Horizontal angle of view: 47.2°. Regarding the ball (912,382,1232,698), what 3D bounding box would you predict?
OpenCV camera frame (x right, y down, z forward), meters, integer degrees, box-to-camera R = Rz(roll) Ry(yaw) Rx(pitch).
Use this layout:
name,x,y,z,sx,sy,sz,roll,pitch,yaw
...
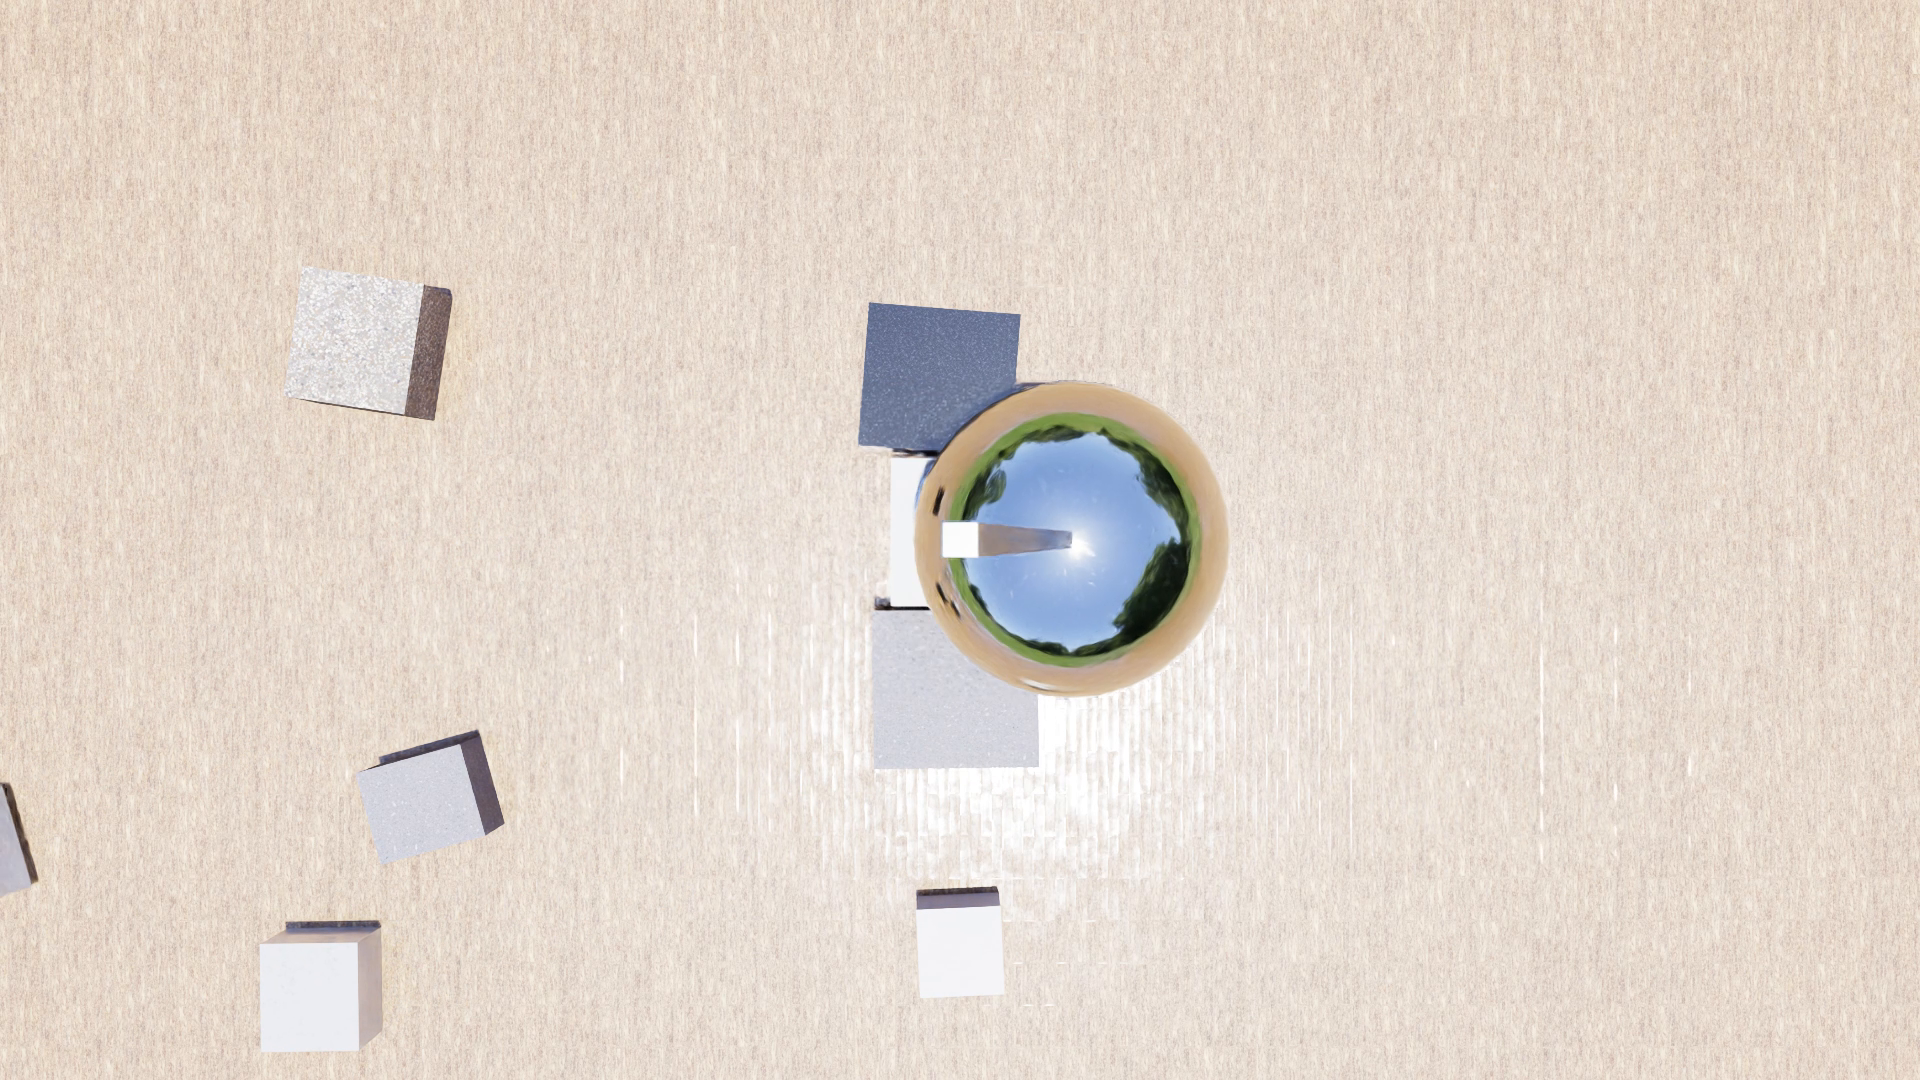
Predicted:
name,x,y,z,sx,sy,sz,roll,pitch,yaw
ball,0.561,0.000,11.094,1.600,1.600,1.600,0,90,0

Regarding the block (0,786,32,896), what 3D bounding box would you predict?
name,x,y,z,sx,sy,sz,roll,pitch,yaw
block,-5.868,1.834,12.604,0.592,0.688,0.612,-16,90,11

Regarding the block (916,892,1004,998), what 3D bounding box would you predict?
name,x,y,z,sx,sy,sz,roll,pitch,yaw
block,0.002,2.344,12.753,0.480,0.495,0.501,-3,90,0

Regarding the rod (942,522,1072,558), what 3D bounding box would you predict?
name,x,y,z,sx,sy,sz,roll,pitch,yaw
rod,0.243,0.000,7.709,0.080,5.200,0.080,0,90,5

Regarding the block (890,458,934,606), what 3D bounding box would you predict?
name,x,y,z,sx,sy,sz,roll,pitch,yaw
block,-0.001,-0.041,12.664,0.773,0.672,0.832,0,90,0

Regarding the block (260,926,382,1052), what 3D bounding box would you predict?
name,x,y,z,sx,sy,sz,roll,pitch,yaw
block,-3.694,2.597,12.741,0.555,0.517,0.613,-1,90,0

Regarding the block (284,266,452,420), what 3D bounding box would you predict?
name,x,y,z,sx,sy,sz,roll,pitch,yaw
block,-3.390,-1.118,12.646,0.684,0.709,0.737,9,90,0

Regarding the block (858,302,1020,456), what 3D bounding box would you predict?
name,x,y,z,sx,sy,sz,roll,pitch,yaw
block,-0.115,-0.894,12.628,0.850,0.743,0.799,4,90,0

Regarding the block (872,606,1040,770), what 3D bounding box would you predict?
name,x,y,z,sx,sy,sz,roll,pitch,yaw
block,-0.024,0.831,12.617,0.923,0.767,0.881,-1,90,0

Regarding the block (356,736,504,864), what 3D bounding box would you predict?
name,x,y,z,sx,sy,sz,roll,pitch,yaw
block,-3.058,1.499,12.730,0.615,0.540,0.539,-16,90,0
